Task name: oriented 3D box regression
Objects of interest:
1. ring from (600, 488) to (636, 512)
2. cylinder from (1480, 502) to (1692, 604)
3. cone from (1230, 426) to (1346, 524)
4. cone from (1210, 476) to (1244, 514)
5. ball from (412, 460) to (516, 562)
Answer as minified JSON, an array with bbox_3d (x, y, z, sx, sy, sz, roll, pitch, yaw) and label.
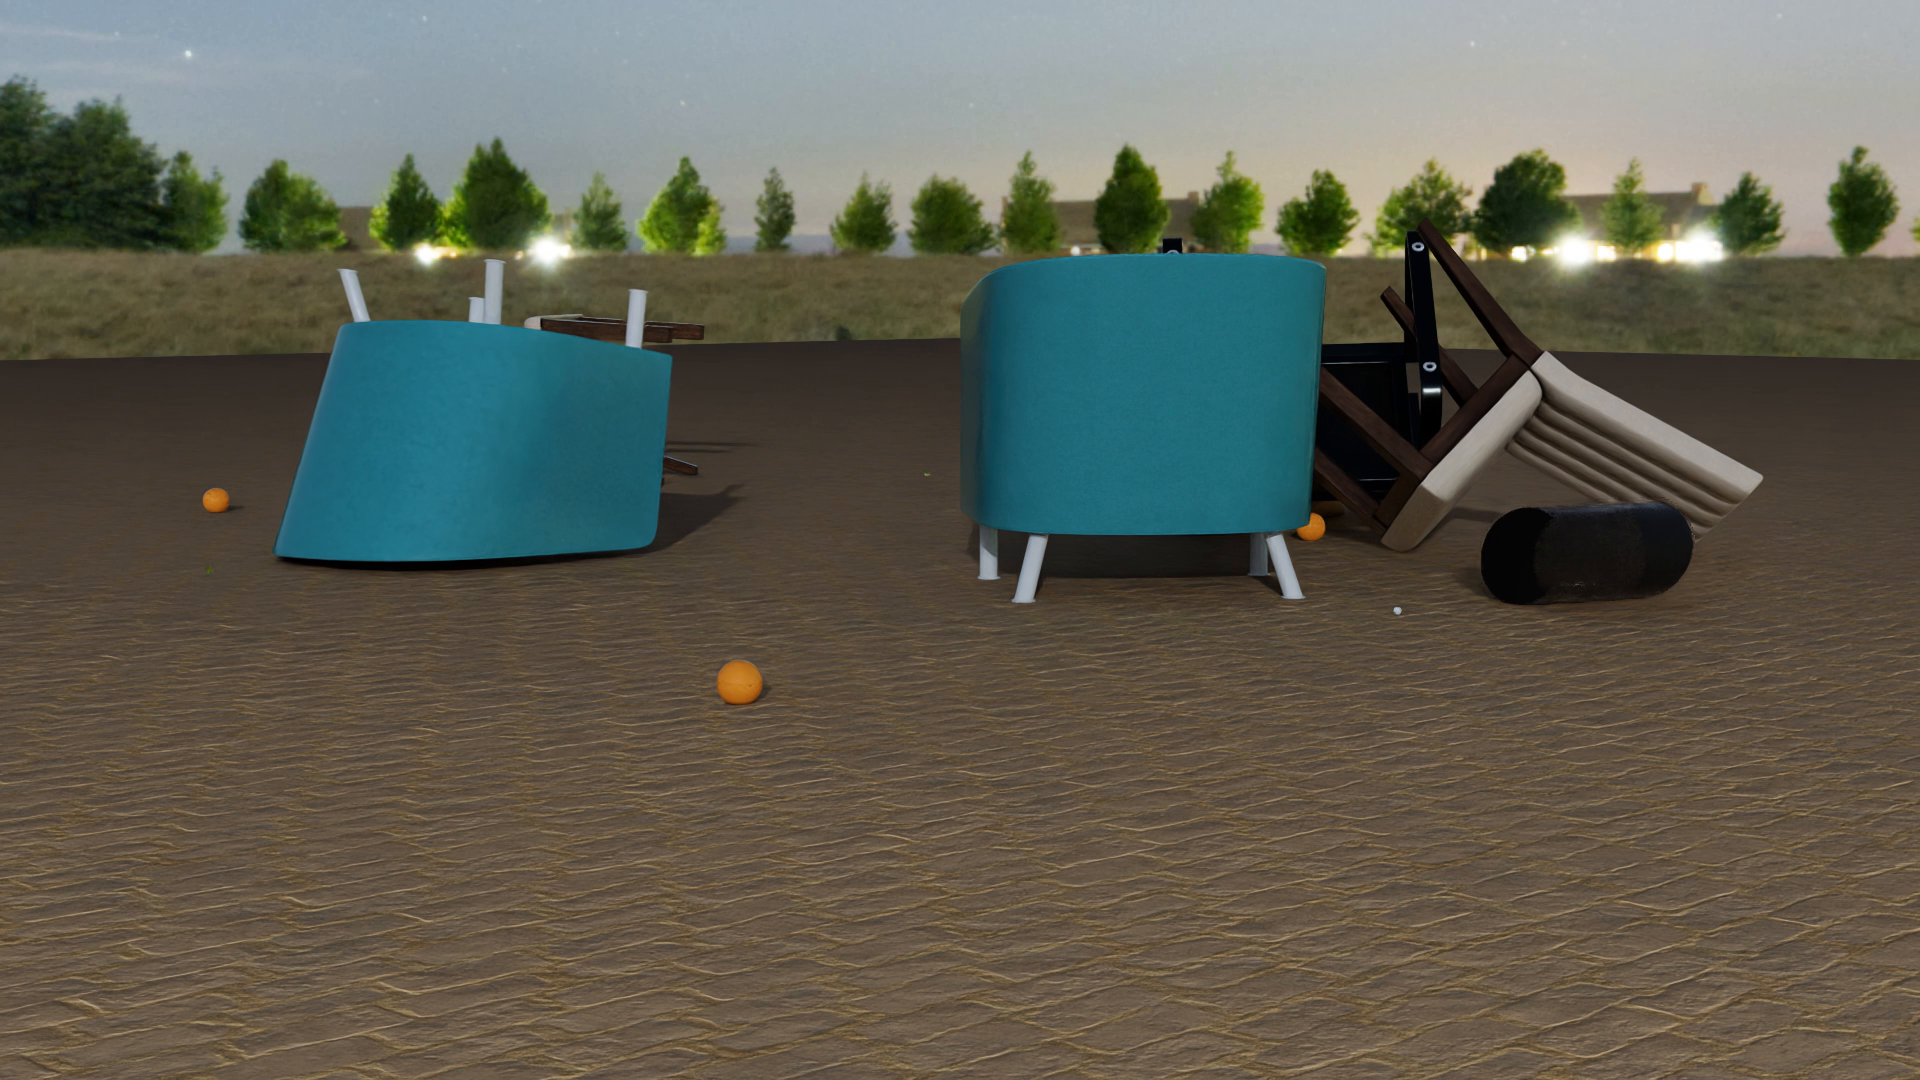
[{"bbox_3d":[-0.968,-0.114,7.271,0.105,0.051,0.220,1,7,-5],"label":"ring"},{"bbox_3d":[1.263,0.026,5.182,0.308,0.191,0.289,-3,-9,-23],"label":"cylinder"},{"bbox_3d":[0.961,-0.121,6.962,0.320,0.276,0.348,10,-11,41],"label":"cone"},{"bbox_3d":[0.829,-0.185,7.193,0.239,0.209,0.280,-5,8,-39],"label":"cone"},{"bbox_3d":[-1.147,-0.069,5.934,0.236,0.236,0.236,0,6,0],"label":"ball"}]
